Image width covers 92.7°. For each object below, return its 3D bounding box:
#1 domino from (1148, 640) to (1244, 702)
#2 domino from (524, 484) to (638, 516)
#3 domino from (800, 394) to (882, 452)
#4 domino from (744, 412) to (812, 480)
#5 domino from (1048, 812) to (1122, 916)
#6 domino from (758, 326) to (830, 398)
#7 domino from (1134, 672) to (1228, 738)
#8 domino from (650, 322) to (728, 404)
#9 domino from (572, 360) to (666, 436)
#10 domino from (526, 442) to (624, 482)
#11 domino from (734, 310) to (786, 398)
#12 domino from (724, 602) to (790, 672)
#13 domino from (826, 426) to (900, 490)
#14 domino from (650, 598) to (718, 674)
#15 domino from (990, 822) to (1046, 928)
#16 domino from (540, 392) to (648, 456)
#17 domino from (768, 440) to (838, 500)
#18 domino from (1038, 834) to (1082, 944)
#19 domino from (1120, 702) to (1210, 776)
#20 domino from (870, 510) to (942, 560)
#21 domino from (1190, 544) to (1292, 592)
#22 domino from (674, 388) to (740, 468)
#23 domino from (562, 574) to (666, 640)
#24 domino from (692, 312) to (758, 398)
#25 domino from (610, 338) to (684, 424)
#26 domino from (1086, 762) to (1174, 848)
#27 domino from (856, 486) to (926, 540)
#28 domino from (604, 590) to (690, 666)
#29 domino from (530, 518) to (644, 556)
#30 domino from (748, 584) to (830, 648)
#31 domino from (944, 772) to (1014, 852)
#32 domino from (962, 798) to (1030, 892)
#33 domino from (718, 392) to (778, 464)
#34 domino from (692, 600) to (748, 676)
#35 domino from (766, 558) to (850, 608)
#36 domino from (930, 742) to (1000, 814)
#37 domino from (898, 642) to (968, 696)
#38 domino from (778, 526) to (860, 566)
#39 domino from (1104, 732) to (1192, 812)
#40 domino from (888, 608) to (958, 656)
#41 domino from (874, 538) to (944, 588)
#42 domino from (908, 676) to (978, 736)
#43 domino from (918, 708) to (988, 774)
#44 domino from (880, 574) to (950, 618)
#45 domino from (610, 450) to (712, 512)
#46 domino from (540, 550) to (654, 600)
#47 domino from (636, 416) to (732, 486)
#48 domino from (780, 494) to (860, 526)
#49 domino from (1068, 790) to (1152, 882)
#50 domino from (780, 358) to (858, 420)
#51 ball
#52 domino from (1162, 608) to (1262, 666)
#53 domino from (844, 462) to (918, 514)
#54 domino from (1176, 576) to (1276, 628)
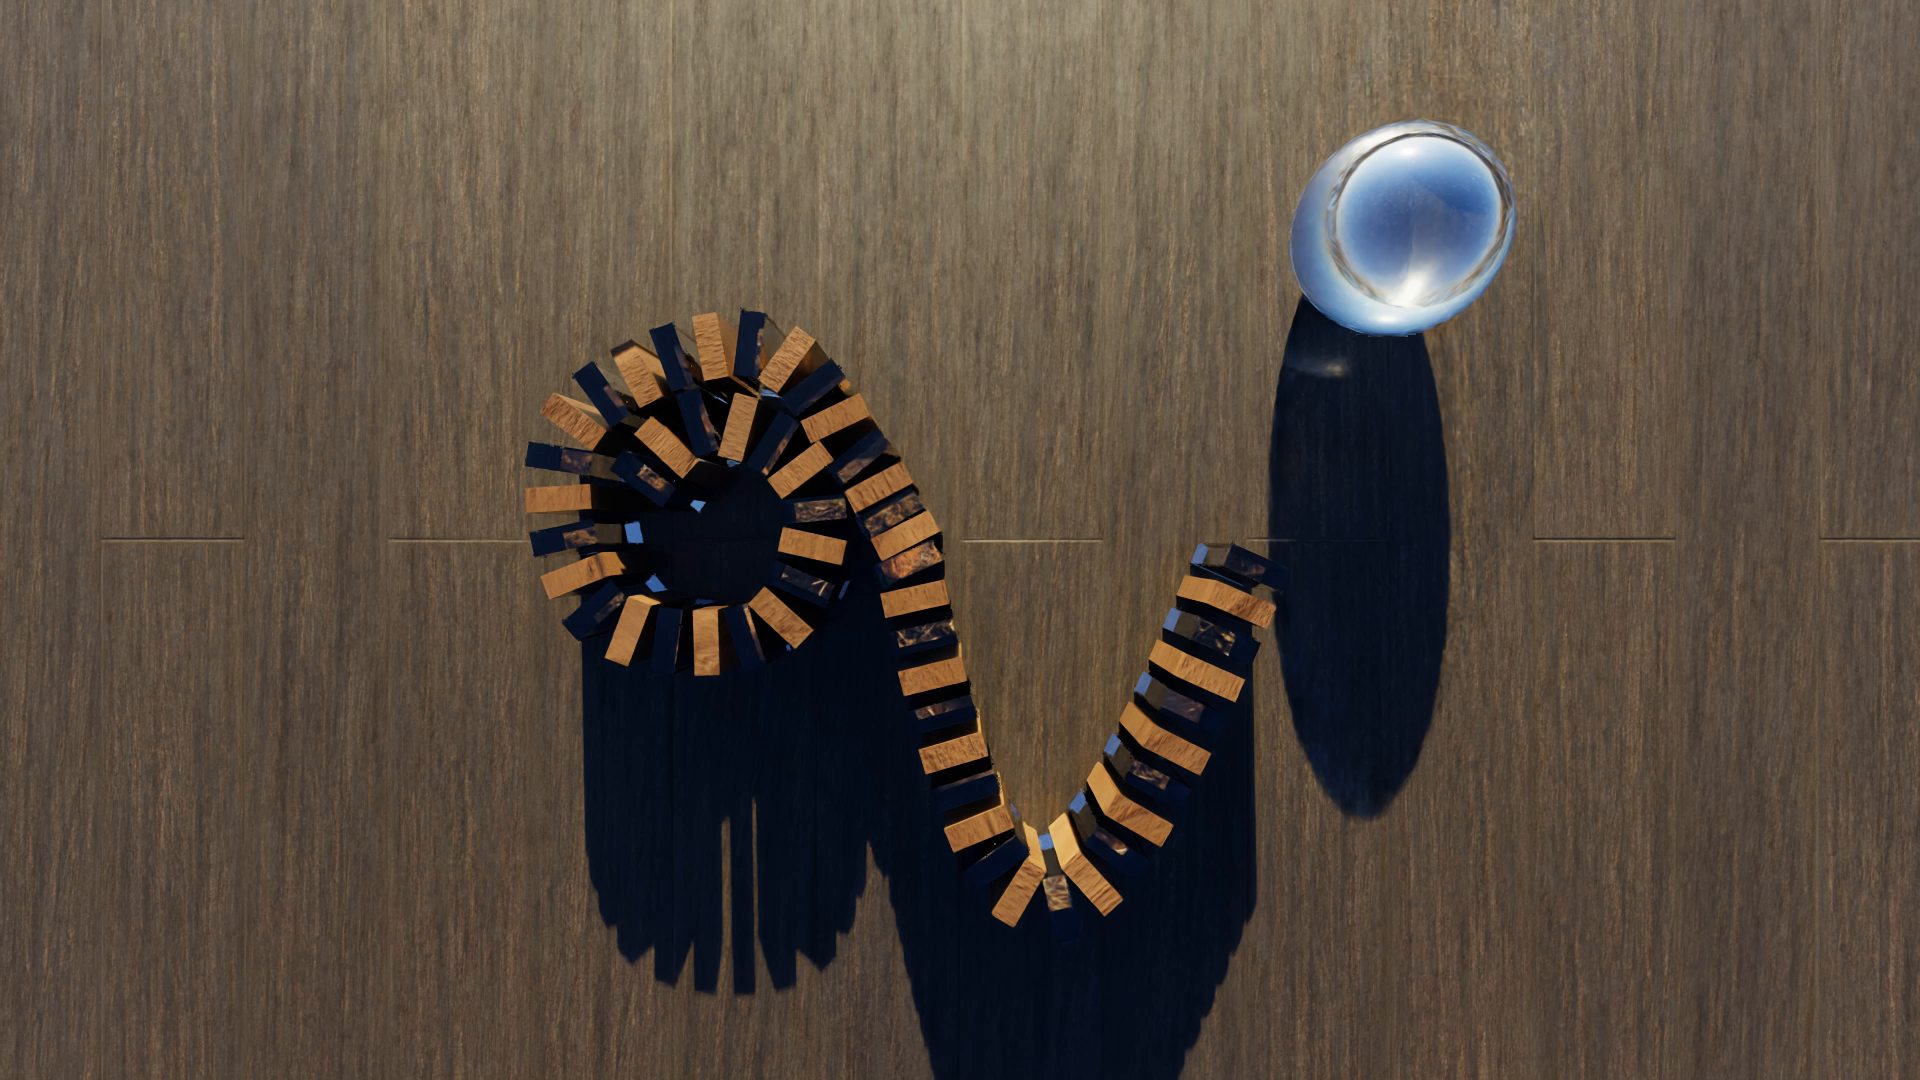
[{"bbox_3d":[0.096,0.053,0.375,0.025,0.050,0.009,24,90,0],"label":"domino"},{"bbox_3d":[-0.154,-0.016,0.375,0.025,0.050,0.009,-4,90,0],"label":"domino"},{"bbox_3d":[-0.048,-0.046,0.375,0.025,0.050,0.009,-26,90,0],"label":"domino"},{"bbox_3d":[-0.072,-0.036,0.375,0.010,0.050,0.025,33,90,0],"label":"domino"},{"bbox_3d":[0.050,0.131,0.375,0.009,0.050,0.025,-42,90,0],"label":"domino"},{"bbox_3d":[-0.066,-0.069,0.375,0.009,0.050,0.025,36,90,0],"label":"domino"},{"bbox_3d":[0.089,0.067,0.375,0.025,0.050,0.009,25,90,0],"label":"domino"},{"bbox_3d":[-0.110,-0.070,0.375,0.010,0.050,0.025,-20,90,0],"label":"domino"},{"bbox_3d":[-0.137,-0.056,0.375,0.009,0.050,0.025,-36,90,0],"label":"domino"},{"bbox_3d":[-0.153,-0.031,0.375,0.025,0.050,0.010,8,90,0],"label":"domino"},{"bbox_3d":[-0.080,-0.075,0.375,0.010,0.050,0.025,7,90,0],"label":"domino"},{"bbox_3d":[-0.082,0.037,0.375,0.010,0.050,0.025,-18,90,0],"label":"domino"},{"bbox_3d":[-0.039,-0.032,0.375,0.025,0.050,0.009,-39,90,0],"label":"domino"},{"bbox_3d":[-0.112,0.038,0.375,0.009,0.050,0.025,8,90,0],"label":"domino"},{"bbox_3d":[0.023,0.135,0.375,0.010,0.050,0.025,30,90,0],"label":"domino"},{"bbox_3d":[-0.148,-0.045,0.375,0.025,0.050,0.010,36,90,0],"label":"domino"},{"bbox_3d":[-0.061,-0.027,0.375,0.025,0.050,0.009,-37,90,0],"label":"domino"},{"bbox_3d":[0.039,0.141,0.375,0.009,0.050,0.025,-14,90,0],"label":"domino"},{"bbox_3d":[0.083,0.080,0.375,0.025,0.050,0.009,27,90,0],"label":"domino"},{"bbox_3d":[-0.021,-0.002,0.375,0.025,0.050,0.010,-27,90,0],"label":"domino"},{"bbox_3d":[0.114,0.011,0.375,0.025,0.050,0.010,24,90,0],"label":"domino"},{"bbox_3d":[-0.100,-0.045,0.375,0.009,0.050,0.025,-18,90,0],"label":"domino"},{"bbox_3d":[-0.140,0.027,0.375,0.025,0.050,0.009,-41,90,0],"label":"domino"},{"bbox_3d":[-0.095,-0.074,0.375,0.009,0.050,0.025,-11,90,0],"label":"domino"},{"bbox_3d":[-0.124,-0.064,0.375,0.009,0.050,0.025,-28,90,0],"label":"domino"},{"bbox_3d":[0.068,0.107,0.375,0.025,0.050,0.010,30,90,0],"label":"domino"},{"bbox_3d":[-0.027,-0.010,0.375,0.025,0.050,0.009,-31,90,0],"label":"domino"},{"bbox_3d":[-0.127,0.035,0.375,0.009,0.050,0.025,21,90,0],"label":"domino"},{"bbox_3d":[-0.151,-0.001,0.375,0.025,0.050,0.009,-12,90,0],"label":"domino"},{"bbox_3d":[-0.069,0.030,0.375,0.025,0.050,0.010,43,90,0],"label":"domino"},{"bbox_3d":[0.007,0.110,0.375,0.025,0.050,0.009,-22,90,0],"label":"domino"},{"bbox_3d":[0.014,0.124,0.375,0.025,0.050,0.010,-35,90,0],"label":"domino"},{"bbox_3d":[-0.085,-0.043,0.375,0.010,0.050,0.025,15,90,0],"label":"domino"},{"bbox_3d":[-0.097,0.039,0.375,0.009,0.050,0.025,-2,90,0],"label":"domino"},{"bbox_3d":[-0.061,0.017,0.375,0.025,0.050,0.010,23,90,0],"label":"domino"},{"bbox_3d":[0.002,0.096,0.375,0.025,0.050,0.009,-18,90,0],"label":"domino"},{"bbox_3d":[-0.010,0.052,0.375,0.025,0.050,0.010,-14,90,0],"label":"domino"},{"bbox_3d":[-0.057,0.002,0.375,0.025,0.050,0.010,13,90,0],"label":"domino"},{"bbox_3d":[0.076,0.094,0.375,0.025,0.050,0.009,28,90,0],"label":"domino"},{"bbox_3d":[-0.014,0.037,0.375,0.025,0.050,0.009,-13,90,0],"label":"domino"},{"bbox_3d":[-0.020,0.009,0.375,0.025,0.050,0.009,-24,90,0],"label":"domino"},{"bbox_3d":[-0.007,0.067,0.375,0.025,0.050,0.009,-16,90,0],"label":"domino"},{"bbox_3d":[-0.002,0.081,0.375,0.025,0.050,0.010,-17,90,0],"label":"domino"},{"bbox_3d":[-0.017,0.022,0.375,0.025,0.050,0.009,-12,90,0],"label":"domino"},{"bbox_3d":[-0.121,-0.023,0.375,0.025,0.050,0.010,36,90,0],"label":"domino"},{"bbox_3d":[-0.147,0.014,0.375,0.025,0.050,0.010,-22,90,0],"label":"domino"},{"bbox_3d":[-0.112,-0.035,0.375,0.025,0.050,0.010,43,90,0],"label":"domino"},{"bbox_3d":[-0.056,-0.012,0.375,0.025,0.050,0.010,-5,90,0],"label":"domino"},{"bbox_3d":[0.060,0.120,0.375,0.025,0.050,0.009,36,90,0],"label":"domino"},{"bbox_3d":[-0.056,-0.058,0.375,0.025,0.050,0.009,-38,90,0],"label":"domino"},{"bbox_3d":[0.172,-0.121,0.360,0.080,0.080,0.080,0,90,0],"label":"ball"},{"bbox_3d":[0.102,0.039,0.375,0.025,0.050,0.009,23,90,0],"label":"domino"},{"bbox_3d":[-0.031,-0.020,0.375,0.025,0.050,0.009,-28,90,0],"label":"domino"},{"bbox_3d":[0.108,0.025,0.375,0.025,0.050,0.009,23,90,0],"label":"domino"}]
